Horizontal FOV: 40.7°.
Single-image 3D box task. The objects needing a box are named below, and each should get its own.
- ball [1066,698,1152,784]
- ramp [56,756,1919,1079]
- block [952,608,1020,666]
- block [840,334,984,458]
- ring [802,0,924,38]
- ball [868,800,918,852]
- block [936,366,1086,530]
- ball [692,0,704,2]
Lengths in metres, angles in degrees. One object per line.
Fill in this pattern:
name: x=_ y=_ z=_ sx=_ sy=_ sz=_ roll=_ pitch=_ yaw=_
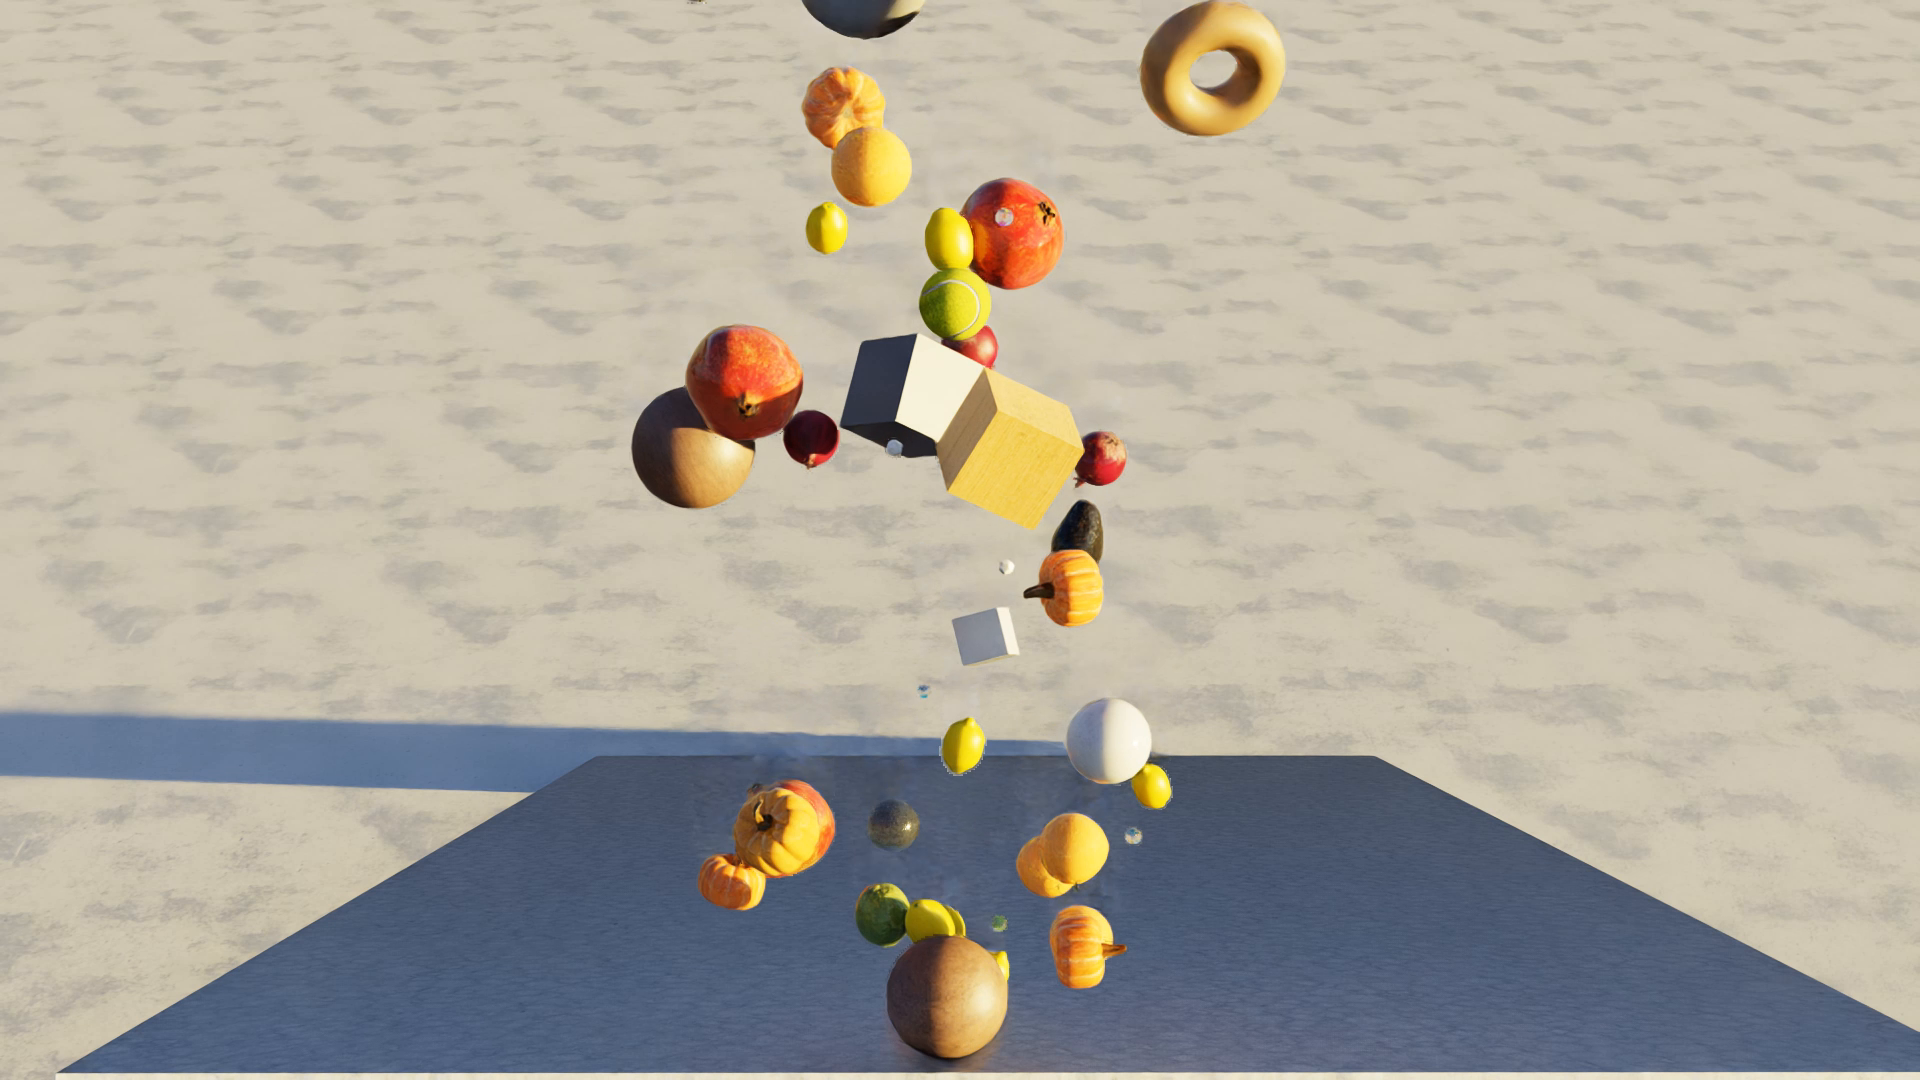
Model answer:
ball: x=0.150 y=0.203 z=2.621 sx=0.087 sy=0.087 sz=0.087 roll=0 pitch=30 yaw=0
ramp: x=0.068 y=0.602 z=4.663 sx=2.000 sy=0.100 sz=4.000 roll=0 pitch=0 yaw=0
block: x=0.028 y=0.104 z=2.780 sx=0.052 sy=0.052 sz=0.052 roll=-15 pitch=-6 yaw=13
block: x=-0.048 y=-0.146 z=2.645 sx=0.094 sy=0.094 sz=0.094 roll=24 pitch=-16 yaw=-36
ring: x=-0.087 y=-0.510 z=2.271 sx=0.139 sy=0.139 sz=0.046 roll=13 pitch=23 yaw=21
ball: x=-0.080 y=0.342 z=3.097 sx=0.062 sy=0.062 sz=0.062 roll=0 pitch=30 yaw=0
block: x=0.047 y=-0.087 z=2.470 sx=0.095 sy=0.095 sz=0.095 roll=24 pitch=23 yaw=-20
ball: x=-0.252 y=-0.551 z=2.477 sx=0.070 sy=0.070 sz=0.070 roll=0 pitch=30 yaw=0
